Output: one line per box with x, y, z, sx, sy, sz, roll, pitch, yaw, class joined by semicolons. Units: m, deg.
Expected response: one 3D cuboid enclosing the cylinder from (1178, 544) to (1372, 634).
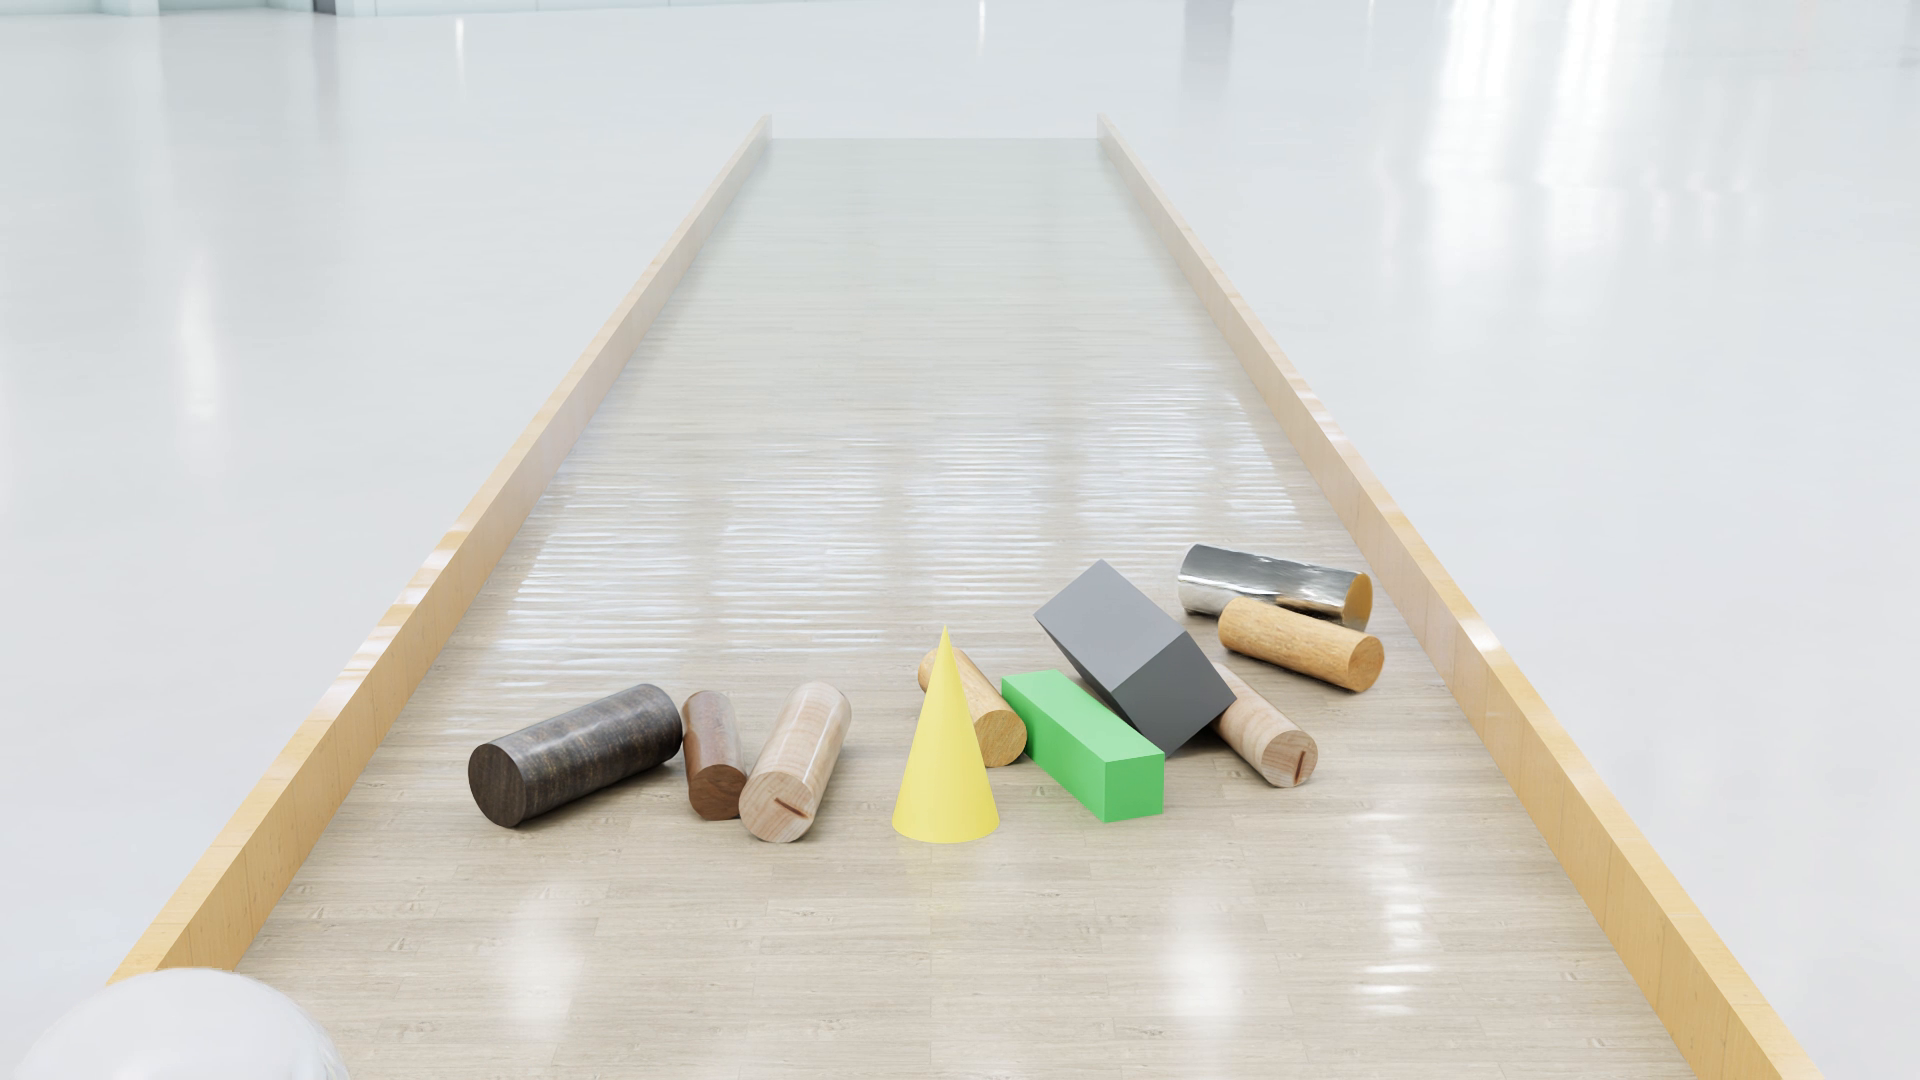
0.658;0.110;4.600;0.376;0.147;0.147;11;20;33;cylinder

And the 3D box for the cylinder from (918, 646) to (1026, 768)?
0.019;0.301;4.026;0.108;0.108;0.350;-5;17;-15;cylinder

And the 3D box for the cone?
-0.024;0.301;3.608;0.180;0.347;0.180;0;17;0;cone

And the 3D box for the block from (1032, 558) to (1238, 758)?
0.317;0.213;4.085;0.173;0.173;0.446;-39;23;-2;block

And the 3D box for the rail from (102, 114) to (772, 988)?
-1.118;-0.838;7.780;0.050;0.150;12.000;0;17;-1;rail

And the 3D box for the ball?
-0.842;0.653;2.370;0.377;0.377;0.377;0;17;0;ball

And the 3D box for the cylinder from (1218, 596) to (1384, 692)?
0.671;0.204;4.346;0.111;0.111;0.329;-14;22;-40;cylinder

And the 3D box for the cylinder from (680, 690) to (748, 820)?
-0.428;0.369;3.810;0.101;0.101;0.354;-3;17;-9;cylinder

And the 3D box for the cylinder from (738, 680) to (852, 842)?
-0.276;0.372;3.757;0.125;0.125;0.425;2;17;5;cylinder

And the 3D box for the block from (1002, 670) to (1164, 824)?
0.208;0.354;3.847;0.109;0.109;0.440;-7;18;-21;block

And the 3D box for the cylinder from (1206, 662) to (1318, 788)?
0.516;0.327;3.942;0.106;0.106;0.361;-5;17;-16;cylinder

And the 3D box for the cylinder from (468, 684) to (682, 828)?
-0.652;0.363;3.753;0.144;0.144;0.360;12;21;36;cylinder

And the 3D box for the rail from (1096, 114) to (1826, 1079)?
0.932;-0.844;7.801;0.050;0.150;12.000;0;17;-1;rail
